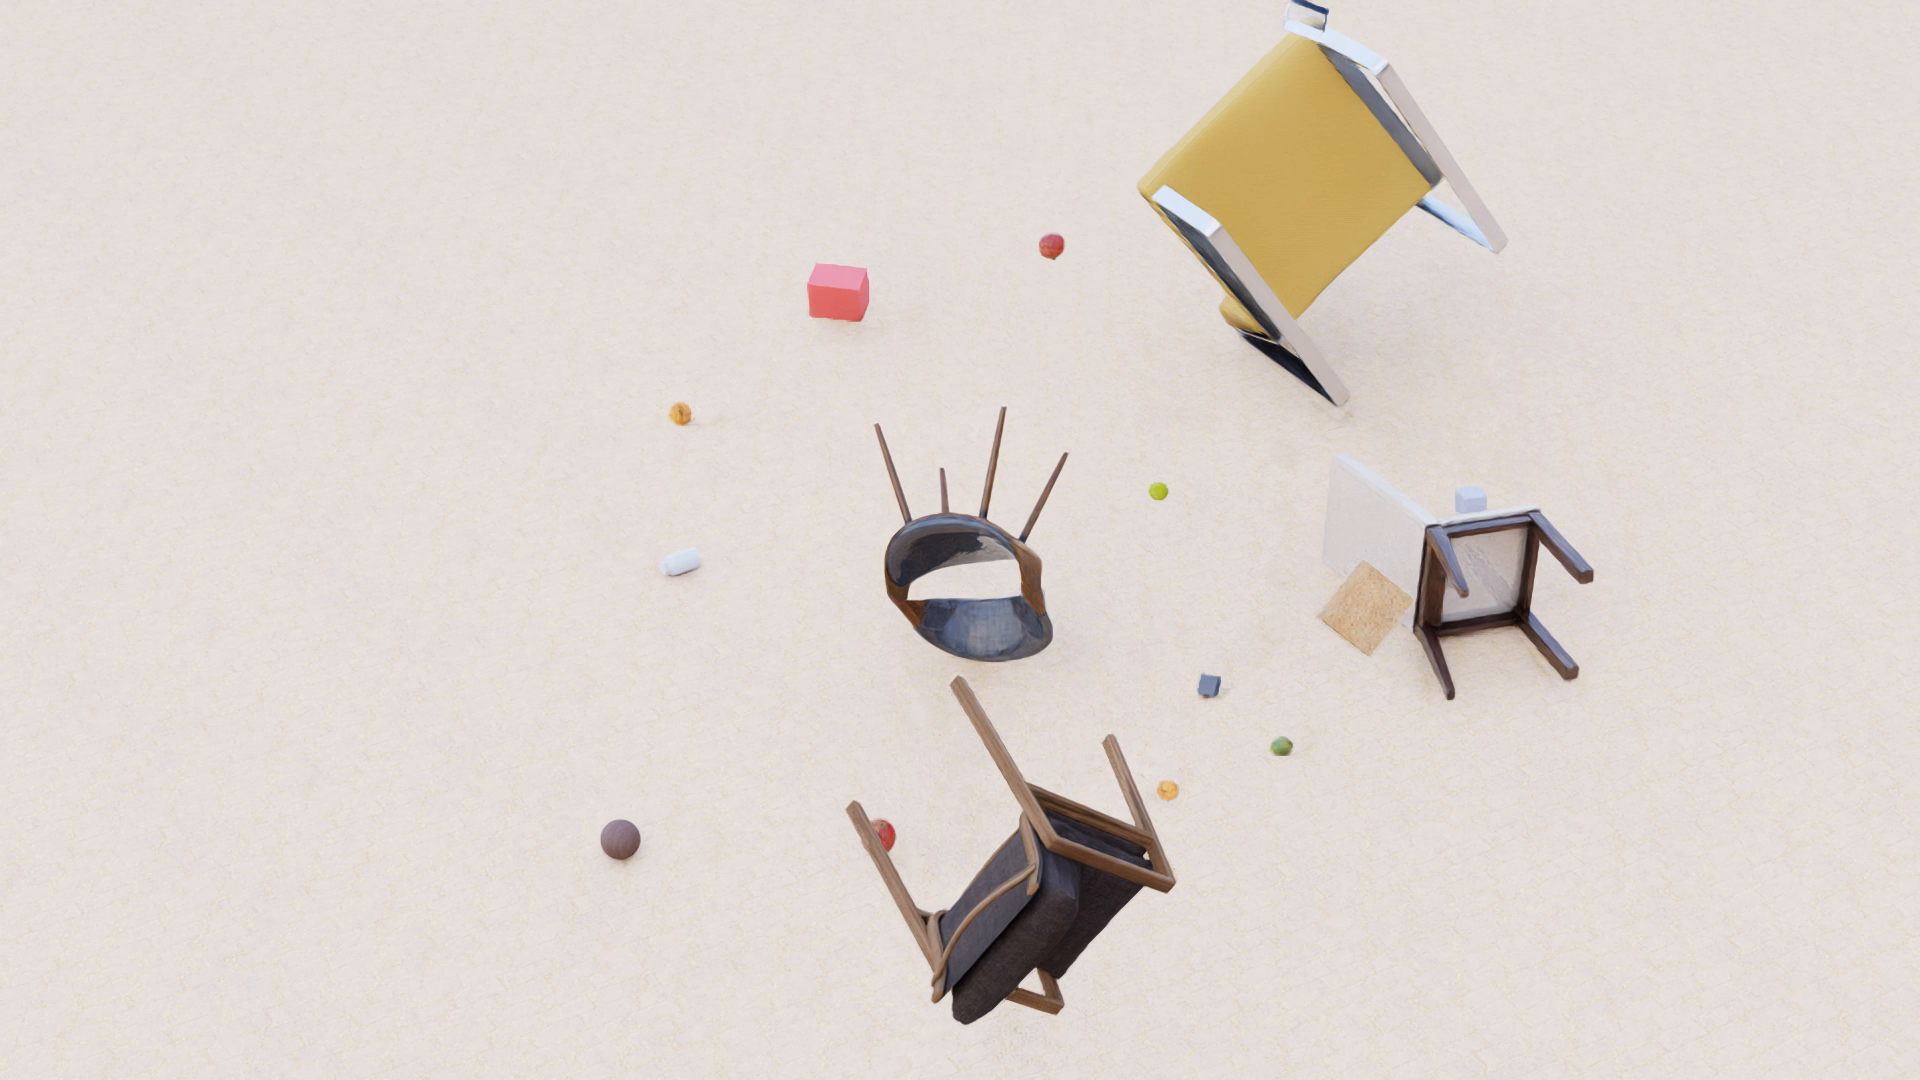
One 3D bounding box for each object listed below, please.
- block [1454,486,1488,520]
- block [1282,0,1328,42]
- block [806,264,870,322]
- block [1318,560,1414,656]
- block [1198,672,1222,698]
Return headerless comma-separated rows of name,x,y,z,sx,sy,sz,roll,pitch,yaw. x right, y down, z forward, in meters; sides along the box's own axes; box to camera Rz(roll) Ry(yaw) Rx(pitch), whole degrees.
block,1.930,-0.140,11.072,0.096,0.094,0.082,-6,34,-9
block,1.325,-1.999,11.243,0.150,0.065,0.112,18,62,-9
block,-0.512,-1.041,12.347,0.224,0.173,0.150,7,43,11
block,1.384,0.233,10.006,0.201,0.247,0.130,38,2,-7
block,0.860,0.500,10.104,0.060,0.070,0.051,12,-3,24
